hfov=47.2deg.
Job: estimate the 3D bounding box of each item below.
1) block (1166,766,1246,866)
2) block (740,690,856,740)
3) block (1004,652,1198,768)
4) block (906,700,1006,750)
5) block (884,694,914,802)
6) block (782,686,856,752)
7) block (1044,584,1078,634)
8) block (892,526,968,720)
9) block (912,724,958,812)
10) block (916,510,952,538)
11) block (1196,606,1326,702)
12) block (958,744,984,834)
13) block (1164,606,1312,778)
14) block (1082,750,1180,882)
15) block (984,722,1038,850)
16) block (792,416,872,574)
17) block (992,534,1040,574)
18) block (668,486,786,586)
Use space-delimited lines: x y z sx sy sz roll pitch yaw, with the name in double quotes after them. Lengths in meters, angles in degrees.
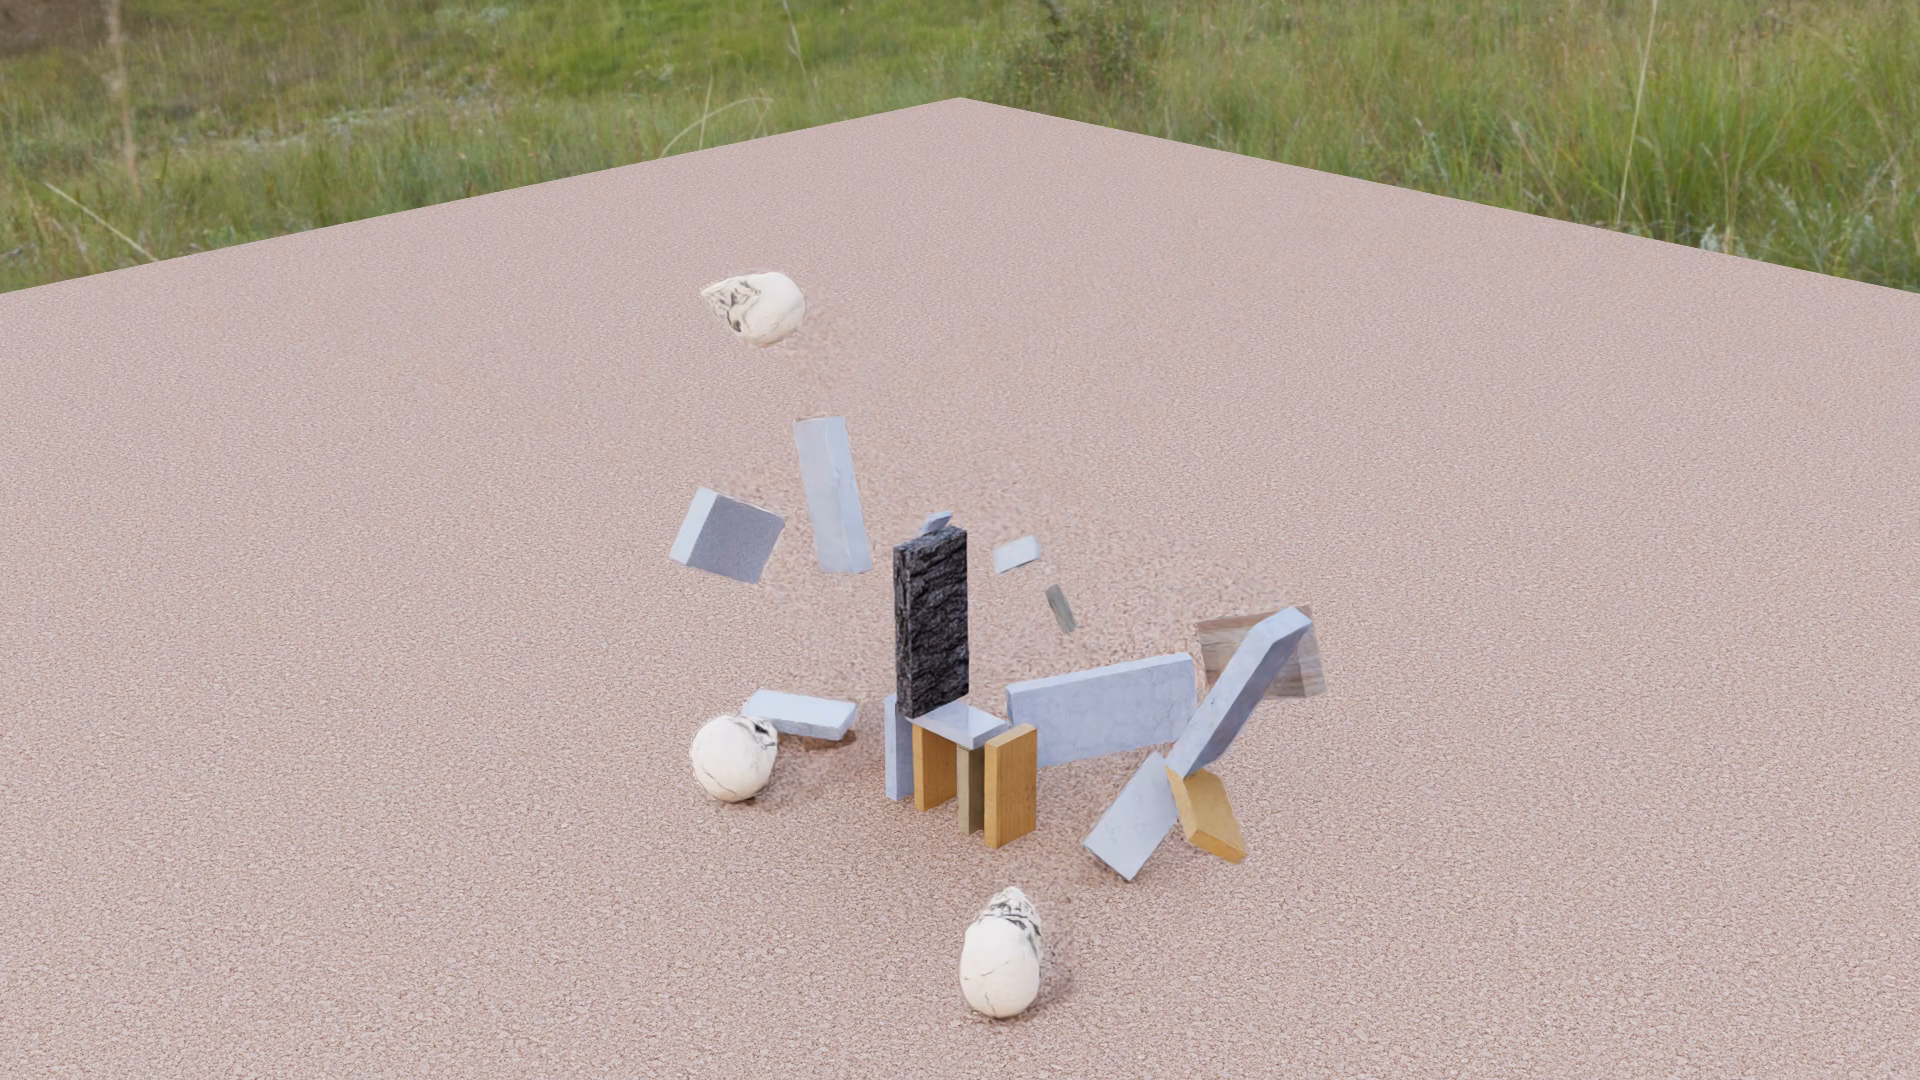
0.459 0.504 4.124 0.114 0.032 0.228 29 24 -21 "block"
-0.348 0.378 4.745 0.225 0.032 0.113 7 25 15 "block"
0.290 0.347 4.459 0.383 0.171 0.048 -10 17 -10 "block"
-0.008 0.361 4.384 0.095 0.027 0.191 -21 30 -40 "block"
-0.102 0.412 4.503 0.032 0.225 0.113 21 31 40 "block"
-0.318 0.388 4.804 0.113 0.032 0.225 -9 25 -20 "block"
0.201 0.137 4.375 0.014 0.097 0.049 -25 1 27 "block"
-0.056 0.163 4.362 0.045 0.357 0.159 20 30 41 "block"
-0.051 0.446 4.463 0.095 0.191 0.027 -21 29 -41 "block"
-0.062 -0.011 4.363 0.049 0.127 0.014 -15 60 -39 "block"
0.592 0.231 4.354 0.048 0.171 0.341 -10 -2 -26 "block"
0.041 0.482 4.379 0.027 0.191 0.095 21 31 41 "block"
0.521 0.286 4.128 0.048 0.341 0.171 40 29 20 "block"
0.348 0.530 4.224 0.114 0.228 0.032 39 -12 0 "block"
0.100 0.484 4.328 0.032 0.228 0.114 21 31 41 "block"
-0.264 -0.092 4.525 0.045 0.318 0.159 -13 6 -27 "block"
0.109 0.027 4.278 0.097 0.049 0.014 -22 -18 30 "block"
-0.488 -0.007 4.643 0.045 0.159 0.318 25 1 23 "block"
